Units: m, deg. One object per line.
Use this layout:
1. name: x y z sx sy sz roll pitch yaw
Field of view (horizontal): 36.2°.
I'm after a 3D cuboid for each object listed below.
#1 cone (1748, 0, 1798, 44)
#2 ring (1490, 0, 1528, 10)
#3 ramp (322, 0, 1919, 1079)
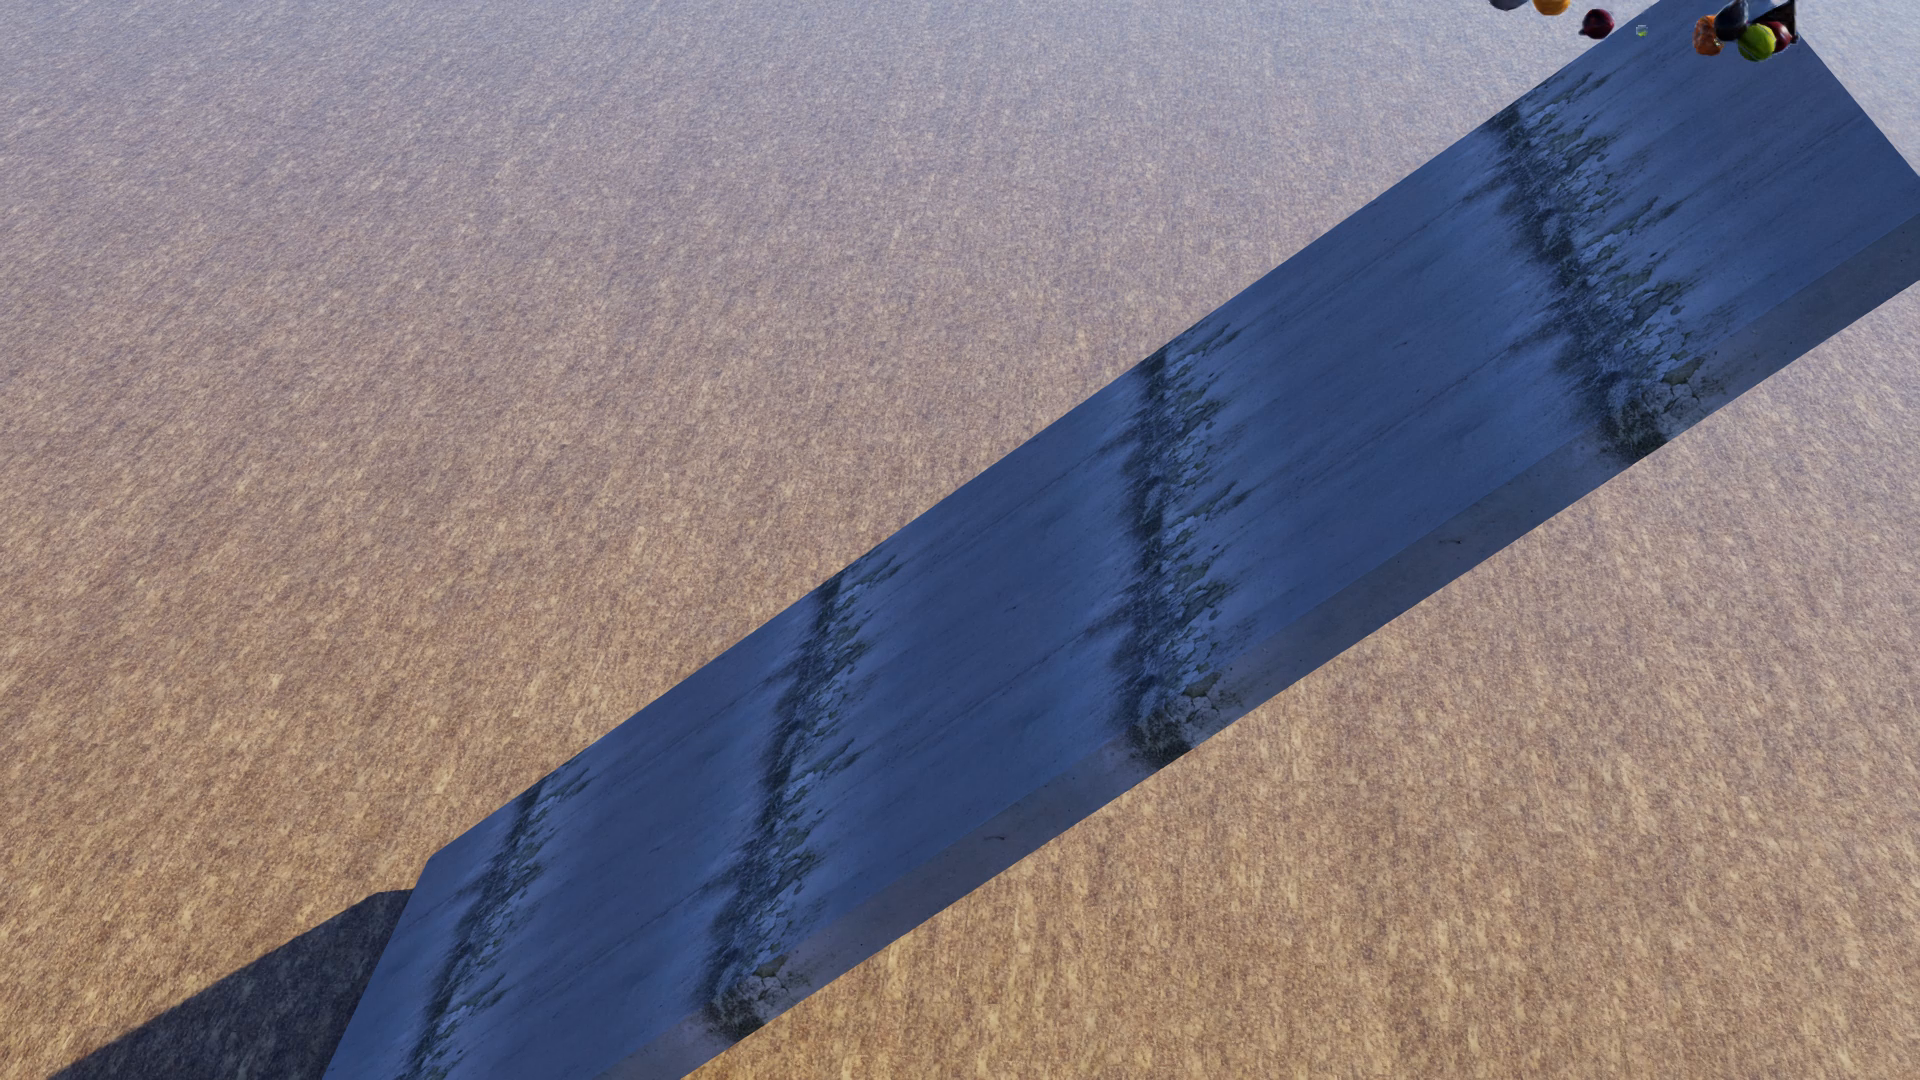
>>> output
1. cone: 1.554 -0.992 5.631 0.090 0.090 0.090 -1 21 20
2. ring: 1.089 -1.096 5.793 0.115 0.115 0.038 -11 44 -25
3. ramp: 0.127 0.180 6.326 4.000 0.100 2.000 -35 16 17
